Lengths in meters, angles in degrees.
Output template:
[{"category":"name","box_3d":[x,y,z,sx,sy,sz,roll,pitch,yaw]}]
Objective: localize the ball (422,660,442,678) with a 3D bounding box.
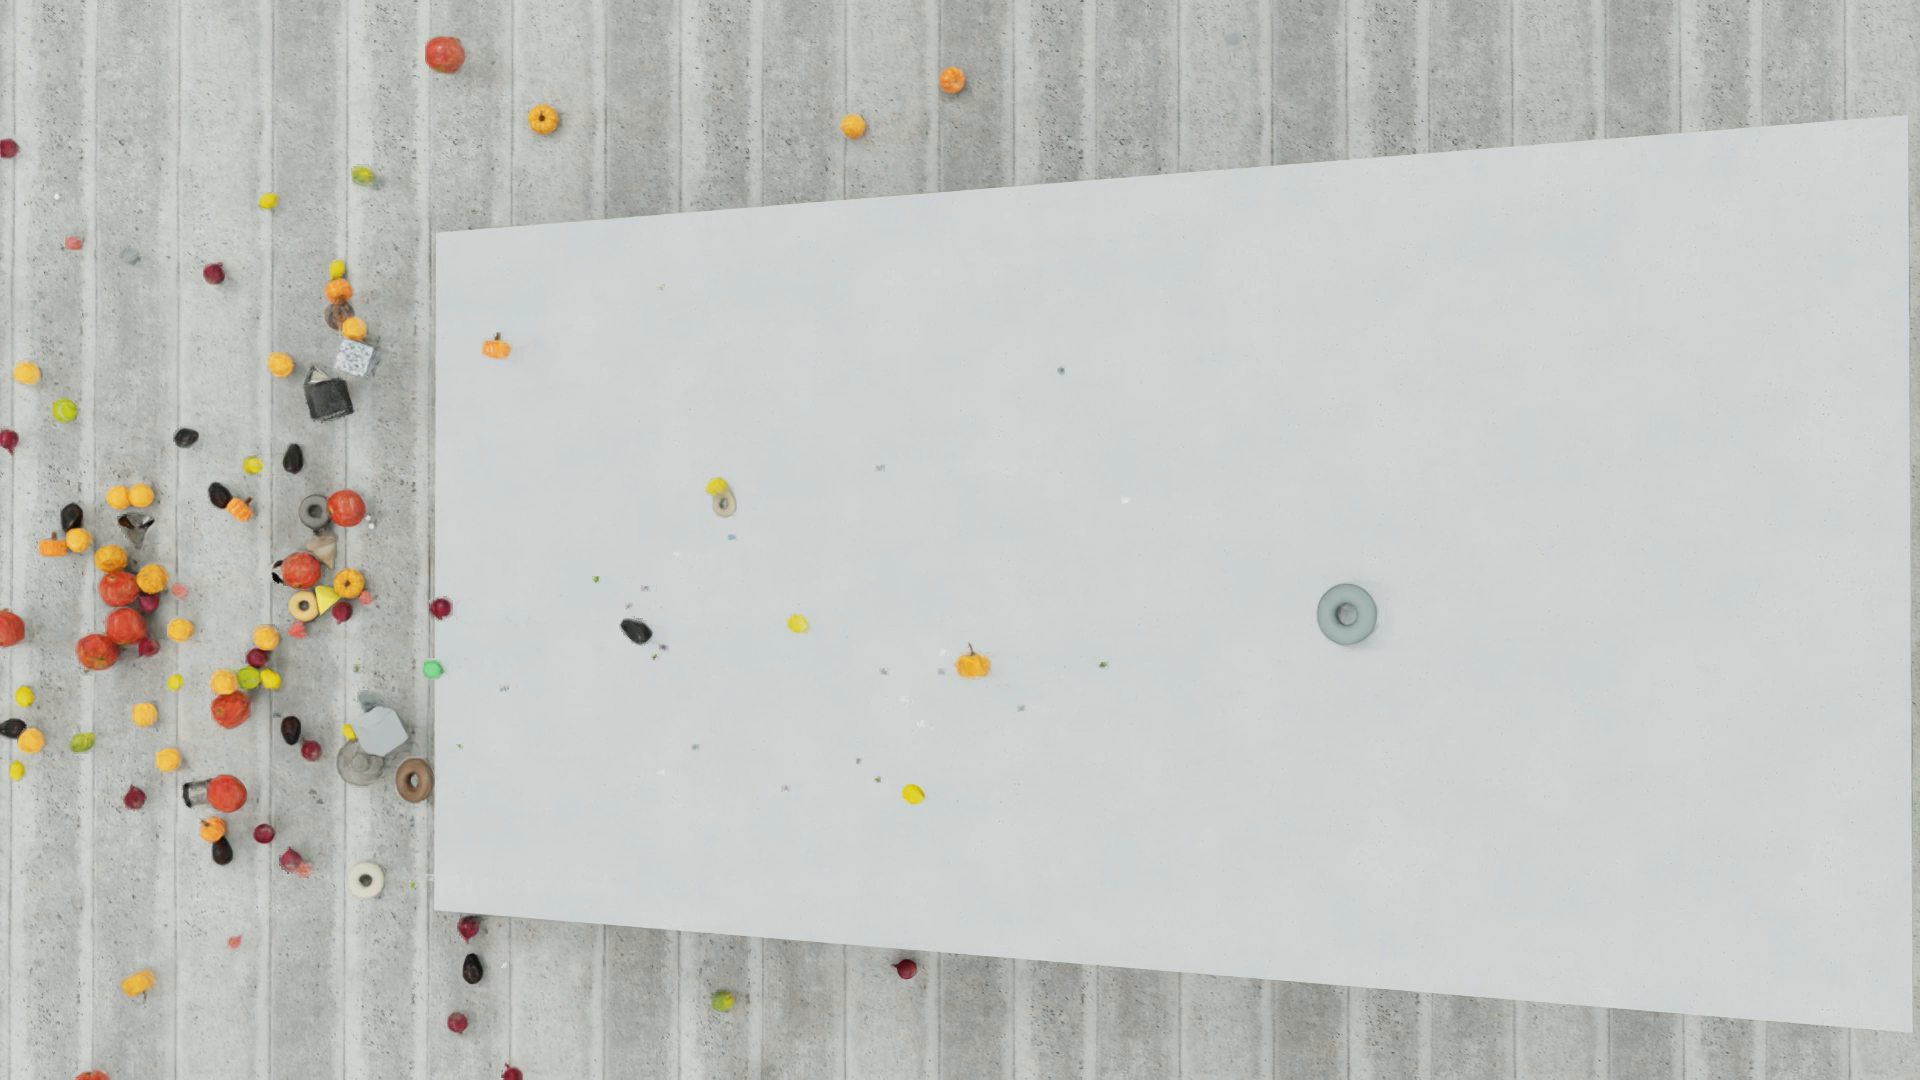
[{"category":"ball","box_3d":[-1.550,0.380,6.460,0.054,0.054,0.054,0,89,0]}]

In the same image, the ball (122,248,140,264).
[{"category":"ball","box_3d":[-2.479,-0.849,6.569,0.051,0.051,0.051,0,89,0]}]

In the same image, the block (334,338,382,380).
[{"category":"block","box_3d":[-1.792,-0.538,6.545,0.093,0.093,0.093,18,89,0]}]

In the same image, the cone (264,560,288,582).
[{"category":"cone","box_3d":[-2.057,0.090,6.569,0.067,0.067,0.067,7,89,27]}]

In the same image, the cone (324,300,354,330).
[{"category":"cone","box_3d":[-1.860,-0.675,6.547,0.091,0.091,0.091,0,89,0]}]

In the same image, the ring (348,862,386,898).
[{"category":"ring","box_3d":[-1.770,1.014,6.555,0.113,0.038,0.113,0,89,-1]}]

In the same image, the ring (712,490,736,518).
[{"category":"ring","box_3d":[-0.649,-0.100,6.059,0.076,0.025,0.076,-1,87,25]}]

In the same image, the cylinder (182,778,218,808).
[{"category":"cylinder","box_3d":[-2.258,0.752,6.538,0.077,0.077,0.077,-10,89,0]}]

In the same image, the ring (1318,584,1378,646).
[{"category":"ring","box_3d":[0.932,0.179,5.300,0.149,0.050,0.149,-1,88,26]}]

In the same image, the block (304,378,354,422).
[{"category":"block","box_3d":[-1.877,-0.416,6.540,0.099,0.099,0.099,-16,88,2]}]

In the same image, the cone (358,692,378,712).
[{"category":"cone","box_3d":[-1.770,0.494,6.566,0.059,0.059,0.059,17,116,0]}]

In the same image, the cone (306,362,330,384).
[{"category":"cone","box_3d":[-1.914,-0.489,6.576,0.067,0.067,0.067,14,89,-26]}]

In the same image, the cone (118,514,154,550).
[{"category":"cone","box_3d":[-2.457,-0.013,6.563,0.099,0.099,0.099,9,116,0]}]

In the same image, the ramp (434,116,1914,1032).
[{"category":"ramp","box_3d":[0.282,0.082,5.689,4.000,0.100,2.000,0,89,25]}]

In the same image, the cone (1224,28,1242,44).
[{"category":"cone","box_3d":[0.818,-1.513,6.576,0.052,0.052,0.052,0,89,0]}]

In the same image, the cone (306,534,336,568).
[{"category":"cone","box_3d":[-1.891,0.047,6.563,0.095,0.095,0.095,-15,116,0]}]

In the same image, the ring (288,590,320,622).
[{"category":"ring","box_3d":[-1.958,0.196,6.567,0.095,0.032,0.095,0,90,1]}]

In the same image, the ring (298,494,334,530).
[{"category":"ring","box_3d":[-1.924,-0.084,6.569,0.104,0.035,0.104,0,89,1]}]

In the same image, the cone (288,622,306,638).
[{"category":"cone","box_3d":[-1.973,0.258,6.570,0.052,0.052,0.052,8,63,0]}]

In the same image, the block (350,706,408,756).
[{"category":"block","box_3d":[-1.713,0.565,6.494,0.100,0.100,0.100,-38,119,-35]}]

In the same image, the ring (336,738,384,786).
[{"category":"ring","box_3d":[-1.787,0.663,6.554,0.142,0.047,0.142,0,90,-1]}]

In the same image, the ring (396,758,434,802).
[{"category":"ring","box_3d":[-1.611,0.709,6.495,0.134,0.045,0.134,-2,87,29]}]

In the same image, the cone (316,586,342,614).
[{"category":"cone","box_3d":[-1.895,0.190,6.557,0.080,0.080,0.080,24,107,0]}]
